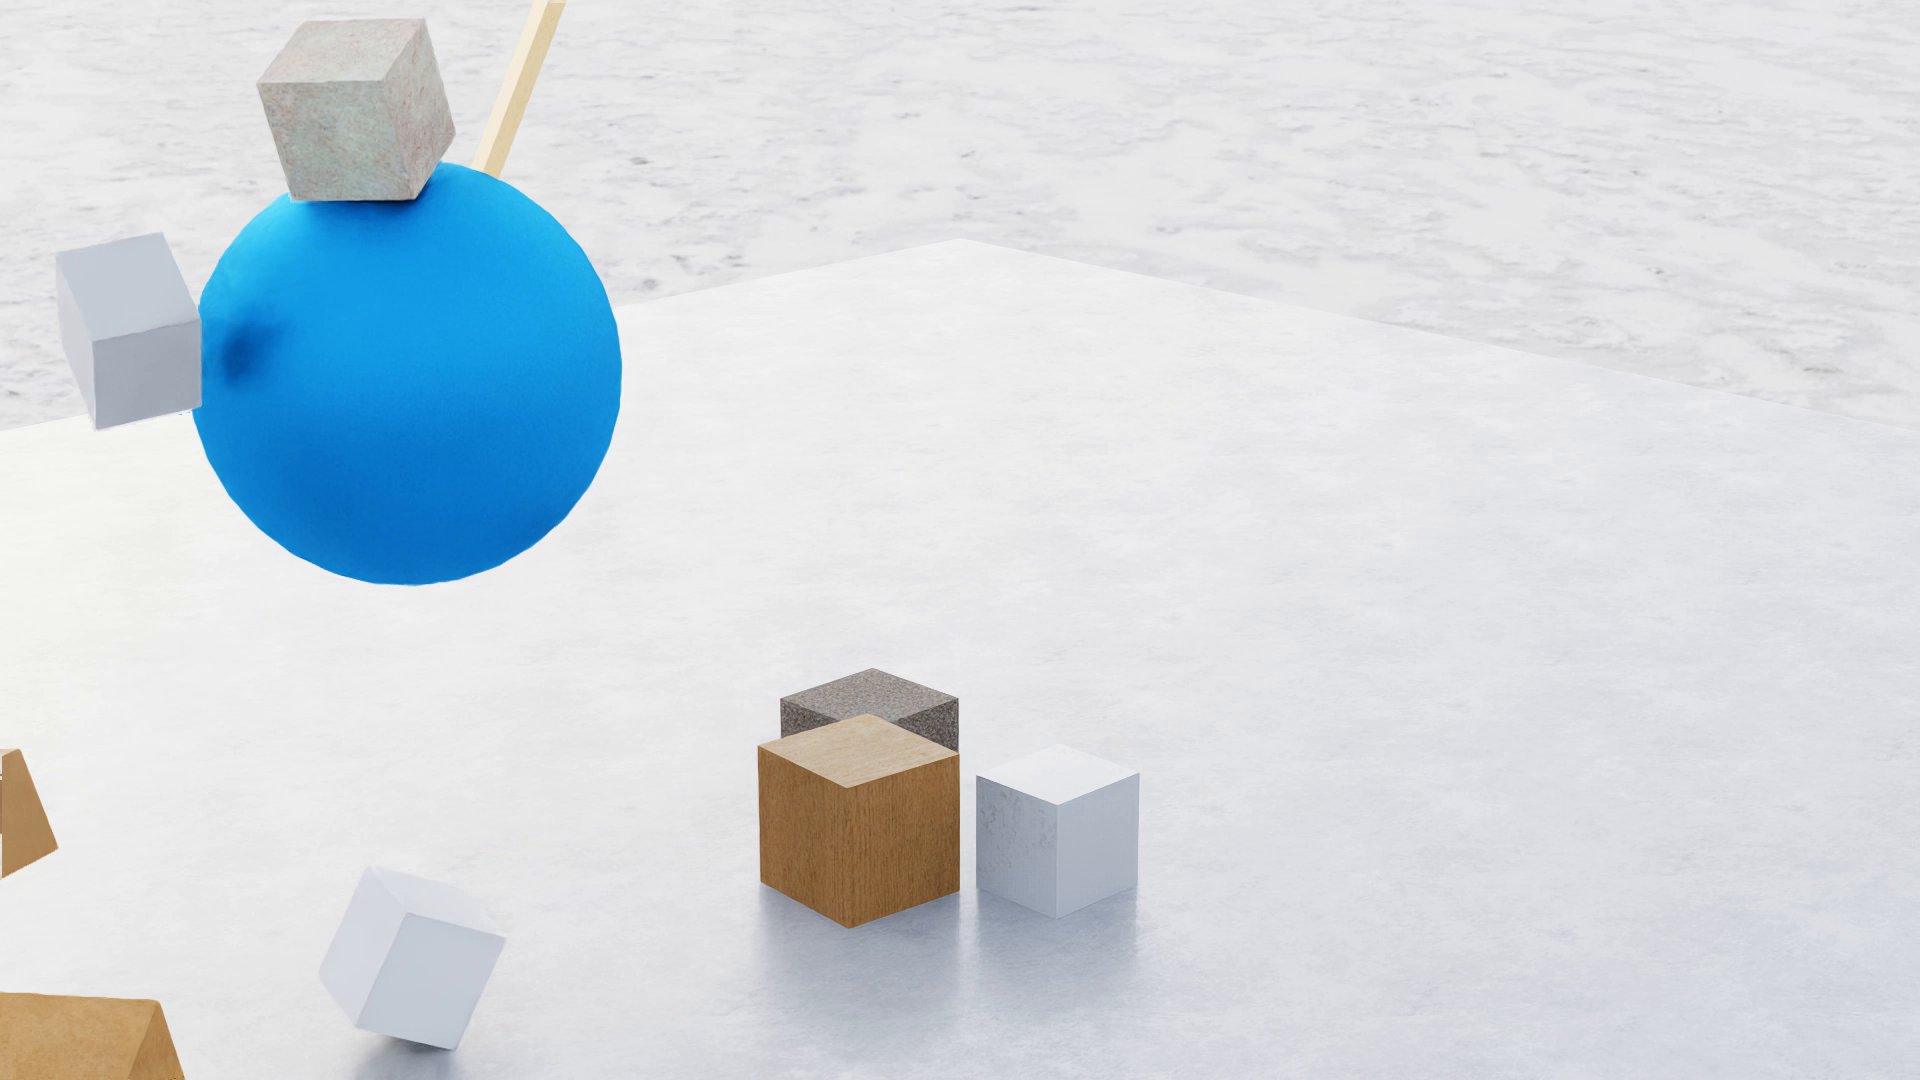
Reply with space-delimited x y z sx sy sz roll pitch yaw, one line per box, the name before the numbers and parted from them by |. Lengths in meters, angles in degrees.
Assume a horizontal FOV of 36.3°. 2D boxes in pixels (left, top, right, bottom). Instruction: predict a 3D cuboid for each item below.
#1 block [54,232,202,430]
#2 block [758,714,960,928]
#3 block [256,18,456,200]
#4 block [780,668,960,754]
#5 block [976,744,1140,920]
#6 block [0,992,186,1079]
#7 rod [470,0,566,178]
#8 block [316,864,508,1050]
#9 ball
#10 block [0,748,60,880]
block | -2.888 -0.728 10.194 0.372 0.449 0.436 -15 56 -25
block | -0.456 1.256 13.234 0.635 0.667 0.661 -14 22 -37
block | -2.145 -1.536 10.463 0.471 0.478 0.451 1 38 14
block | -0.432 1.032 14.090 0.607 0.581 0.601 -17 24 -42
block | 0.441 1.310 13.265 0.502 0.547 0.541 17 24 42
block | -3.257 2.054 10.560 0.707 0.561 0.601 2 40 6
rod | -0.895 -3.809 11.206 0.080 5.200 0.080 17 -5 42
block | -2.215 1.681 11.839 0.465 0.511 0.472 21 7 -35
ball | -2.066 -0.625 10.979 1.600 1.600 1.600 0 17 0
block | -3.401 0.962 10.072 0.378 0.381 0.333 -6 17 41
